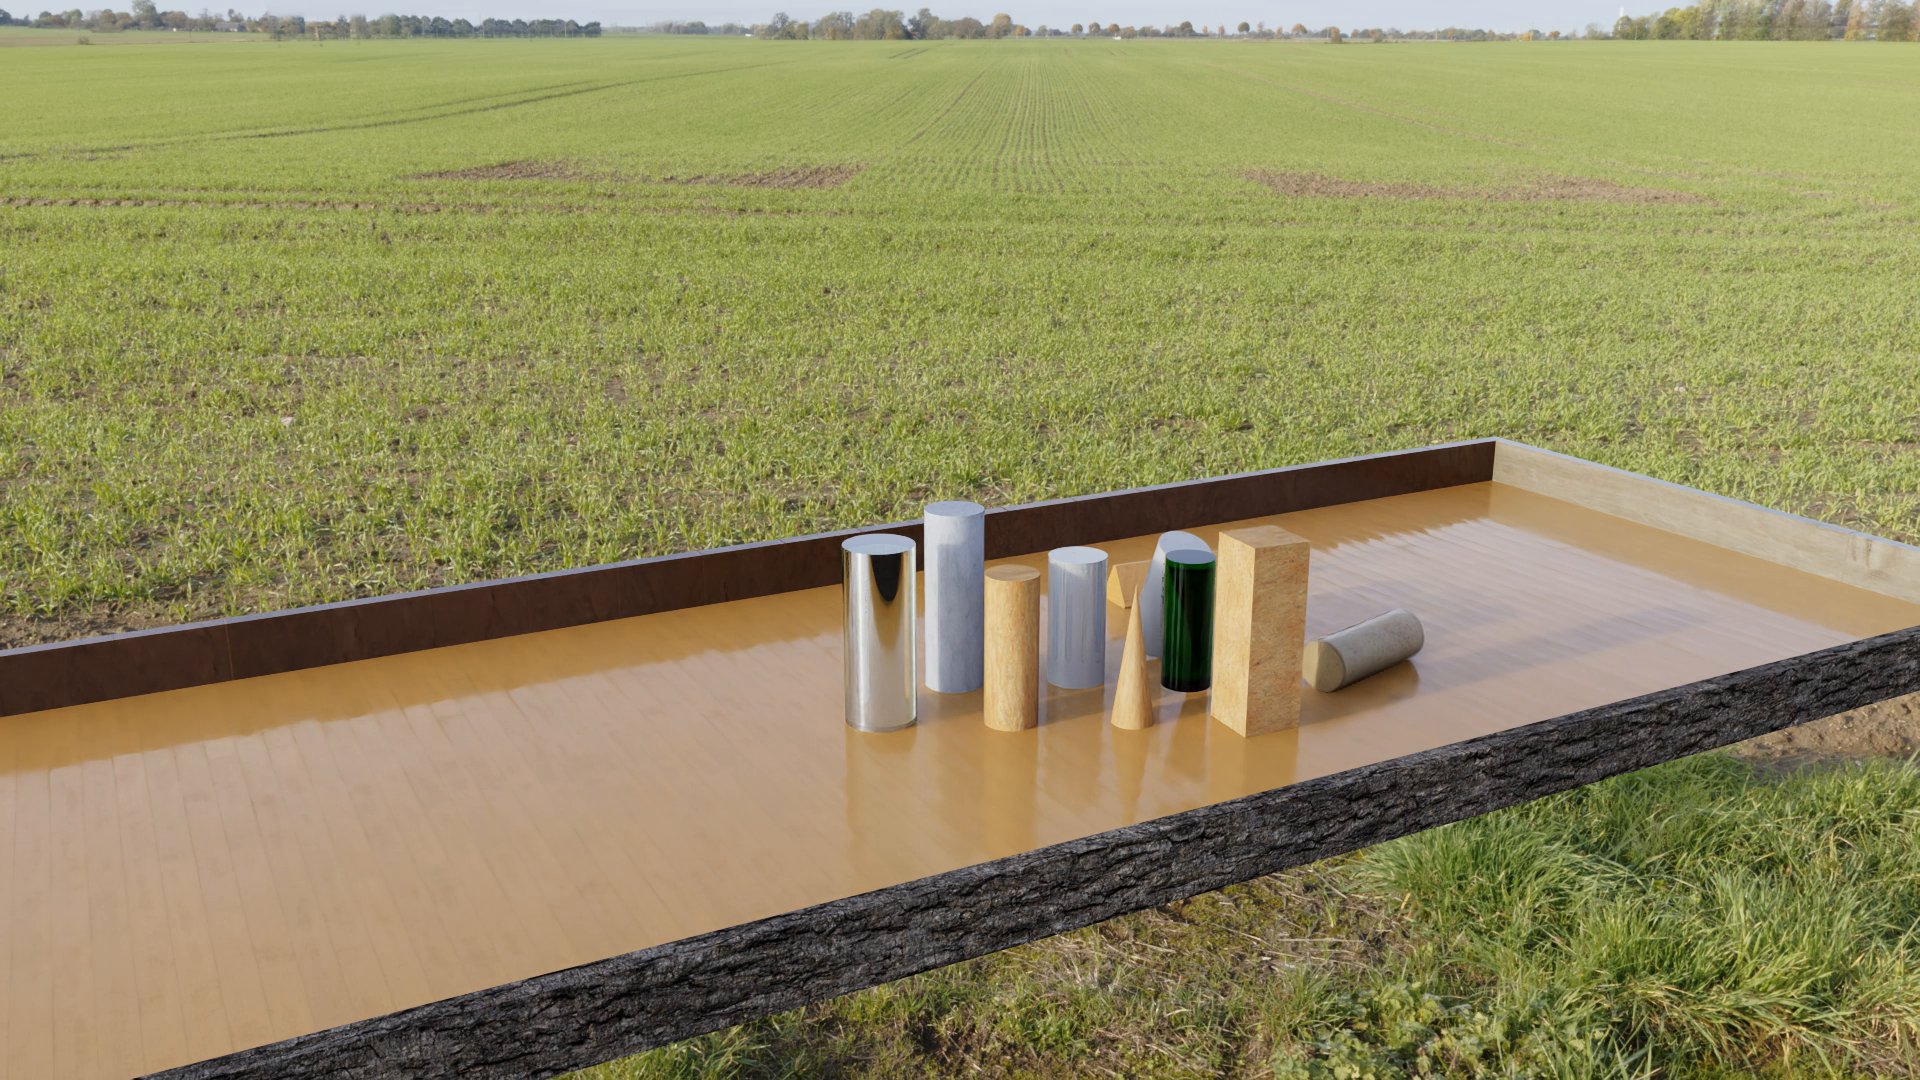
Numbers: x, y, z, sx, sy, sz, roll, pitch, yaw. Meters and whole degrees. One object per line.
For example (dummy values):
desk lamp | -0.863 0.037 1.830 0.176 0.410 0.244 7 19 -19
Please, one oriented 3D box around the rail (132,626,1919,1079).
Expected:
rail | -2.336 1.006 1.665 12.000 0.150 0.050 -9 18 -27

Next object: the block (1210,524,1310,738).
block | 0.696 0.210 3.833 0.148 0.455 0.148 -7 18 -23

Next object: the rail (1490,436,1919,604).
rail | 2.466 -0.048 5.253 0.050 0.150 2.100 -9 18 -27

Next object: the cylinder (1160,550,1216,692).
cylinder | 0.565 0.200 4.087 0.124 0.332 0.124 0 16 0

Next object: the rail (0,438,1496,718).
rail | -3.305 0.497 3.399 12.000 0.150 0.050 -9 18 -27

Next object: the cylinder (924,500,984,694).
cylinder | -0.014 0.140 4.077 0.148 0.452 0.148 0 16 0

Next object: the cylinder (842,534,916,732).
cylinder | -0.187 0.217 3.851 0.170 0.432 0.170 0 16 0

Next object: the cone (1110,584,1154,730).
cone | 0.407 0.262 3.849 0.101 0.346 0.101 0 16 0

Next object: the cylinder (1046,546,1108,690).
cylinder | 0.291 0.193 4.119 0.146 0.326 0.146 0 16 0

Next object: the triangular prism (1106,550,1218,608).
triangular prism | 0.649 0.098 4.817 0.456 0.110 0.127 -7 18 -24

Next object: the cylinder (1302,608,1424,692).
cylinder | 1.023 0.277 4.185 0.363 0.129 0.129 -15 22 -41

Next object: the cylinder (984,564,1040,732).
cylinder | 0.120 0.252 3.849 0.129 0.366 0.129 0 16 0

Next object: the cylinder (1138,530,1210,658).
cylinder | 0.540 0.141 4.271 0.139 0.311 0.139 9 36 -7
